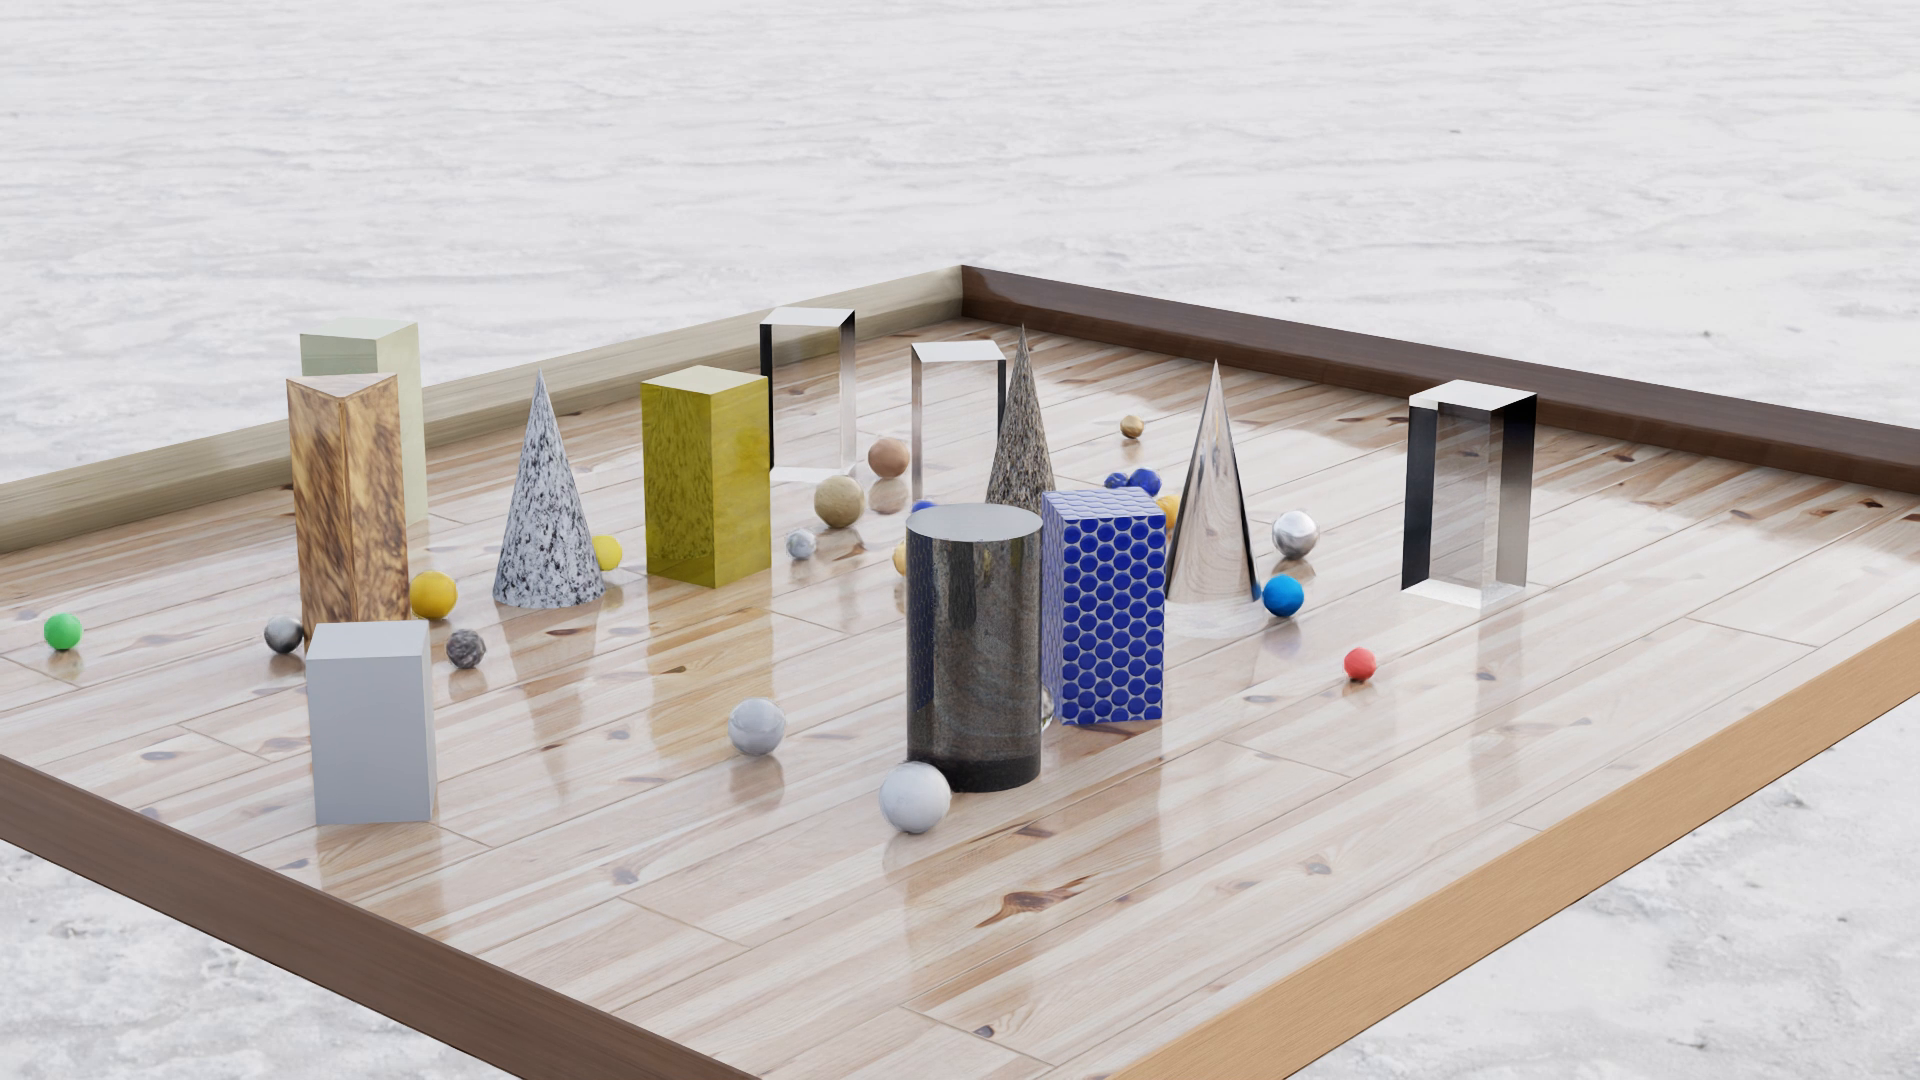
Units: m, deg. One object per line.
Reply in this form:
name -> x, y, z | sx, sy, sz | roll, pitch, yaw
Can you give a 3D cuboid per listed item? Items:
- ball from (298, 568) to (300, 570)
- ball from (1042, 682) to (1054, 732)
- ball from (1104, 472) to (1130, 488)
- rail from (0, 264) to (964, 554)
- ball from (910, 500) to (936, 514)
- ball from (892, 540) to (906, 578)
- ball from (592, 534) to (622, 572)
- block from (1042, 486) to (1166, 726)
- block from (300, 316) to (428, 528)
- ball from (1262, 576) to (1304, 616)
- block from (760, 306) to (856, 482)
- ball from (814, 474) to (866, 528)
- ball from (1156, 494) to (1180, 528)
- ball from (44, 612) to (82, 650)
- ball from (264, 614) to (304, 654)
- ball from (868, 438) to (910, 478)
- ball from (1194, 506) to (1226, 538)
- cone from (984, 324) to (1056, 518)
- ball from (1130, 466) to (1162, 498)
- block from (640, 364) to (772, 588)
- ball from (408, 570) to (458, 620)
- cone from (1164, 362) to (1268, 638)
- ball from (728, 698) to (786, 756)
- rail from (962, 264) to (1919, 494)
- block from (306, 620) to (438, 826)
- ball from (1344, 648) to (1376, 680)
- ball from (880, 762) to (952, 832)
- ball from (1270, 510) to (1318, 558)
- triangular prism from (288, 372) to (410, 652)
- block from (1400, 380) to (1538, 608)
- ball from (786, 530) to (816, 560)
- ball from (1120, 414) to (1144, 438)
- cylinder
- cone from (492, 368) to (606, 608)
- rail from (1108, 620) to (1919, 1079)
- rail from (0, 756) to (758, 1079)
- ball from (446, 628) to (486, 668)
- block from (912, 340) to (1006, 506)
ball -> -1.123, 0.052, 5.150 | 0.075, 0.075, 0.075 | 0, 17, 0
ball -> 0.095, 0.253, 4.446 | 0.096, 0.096, 0.096 | 0, 17, 0
ball -> 0.307, -0.110, 5.733 | 0.050, 0.050, 0.050 | 0, 17, 0
rail -> -1.103, -0.244, 6.037 | 0.045, 0.129, 3.428 | 14, 22, 39
ball -> -0.065, -0.047, 5.513 | 0.056, 0.056, 0.056 | 0, 17, 0
ball -> -0.082, 0.033, 5.215 | 0.075, 0.075, 0.075 | 0, 17, 0
ball -> -0.636, 0.023, 5.229 | 0.068, 0.068, 0.068 | 0, 17, 0
block -> 0.220, 0.101, 4.549 | 0.159, 0.329, 0.159 | -3, 17, -10
block -> -1.117, -0.214, 5.507 | 0.159, 0.379, 0.159 | 5, 18, 17
ball -> 0.552, 0.096, 5.013 | 0.071, 0.071, 0.071 | 0, 17, 0
block -> -0.302, -0.291, 5.868 | 0.159, 0.319, 0.159 | 3, 17, 9
ball -> -0.227, -0.073, 5.525 | 0.099, 0.099, 0.099 | 0, 17, 0
ball -> 0.397, -0.054, 5.520 | 0.065, 0.065, 0.065 | 0, 17, 0
ball -> -1.484, 0.151, 4.847 | 0.062, 0.062, 0.062 | 0, 17, 0
ball -> -1.114, 0.155, 4.829 | 0.063, 0.063, 0.063 | 0, 17, 0
ball -> -0.142, -0.164, 5.853 | 0.083, 0.083, 0.083 | 0, 17, 0
ball -> 0.467, -0.034, 5.466 | 0.058, 0.058, 0.058 | 0, 17, 0
cone -> 0.106, -0.131, 5.033 | 0.198, 0.494, 0.198 | 0, 17, 0
ball -> 0.361, -0.111, 5.713 | 0.064, 0.064, 0.064 | 0, 17, 0
block -> -0.451, -0.114, 5.223 | 0.159, 0.353, 0.159 | 11, 20, 33
ball -> -0.899, 0.093, 4.997 | 0.085, 0.085, 0.085 | 0, 17, 0
cone -> 0.425, -0.083, 4.935 | 0.198, 0.459, 0.198 | 0, 17, 0
ball -> -0.304, 0.279, 4.377 | 0.086, 0.086, 0.086 | 0, 17, 0
rail -> 1.108, -0.336, 6.342 | 2.969, 0.129, 0.045 | 14, 22, 39
block -> -0.835, 0.258, 4.171 | 0.159, 0.246, 0.159 | -2, 17, -6
ball -> 0.642, 0.199, 4.703 | 0.053, 0.053, 0.053 | 0, 17, 0
ball -> -0.062, 0.359, 4.092 | 0.099, 0.099, 0.099 | 0, 17, 0
ball -> 0.609, -0.011, 5.341 | 0.086, 0.086, 0.086 | 0, 17, 0
triangular prism -> -0.969, -0.034, 4.763 | 0.149, 0.464, 0.172 | -14, 22, -39
block -> 0.887, -0.082, 5.114 | 0.159, 0.353, 0.159 | 13, 21, 38
ball -> -0.289, 0.007, 5.335 | 0.055, 0.055, 0.055 | 0, 17, 0
ball -> 0.361, -0.239, 6.158 | 0.051, 0.051, 0.051 | 0, 17, 0
cylinder -> 0.020, 0.156, 4.280 | 0.198, 0.380, 0.198 | 0, 17, 0
cone -> -0.722, -0.106, 5.098 | 0.198, 0.408, 0.198 | 0, 17, 0
rail -> 1.103, 0.309, 4.203 | 0.045, 0.129, 3.428 | 14, 22, 39
rail -> -1.108, 0.400, 3.898 | 2.969, 0.129, 0.045 | 14, 22, 39
ball -> -0.802, 0.176, 4.760 | 0.063, 0.063, 0.063 | 0, 17, 0
block -> -0.003, -0.206, 5.587 | 0.159, 0.317, 0.159 | -2, 17, -8
